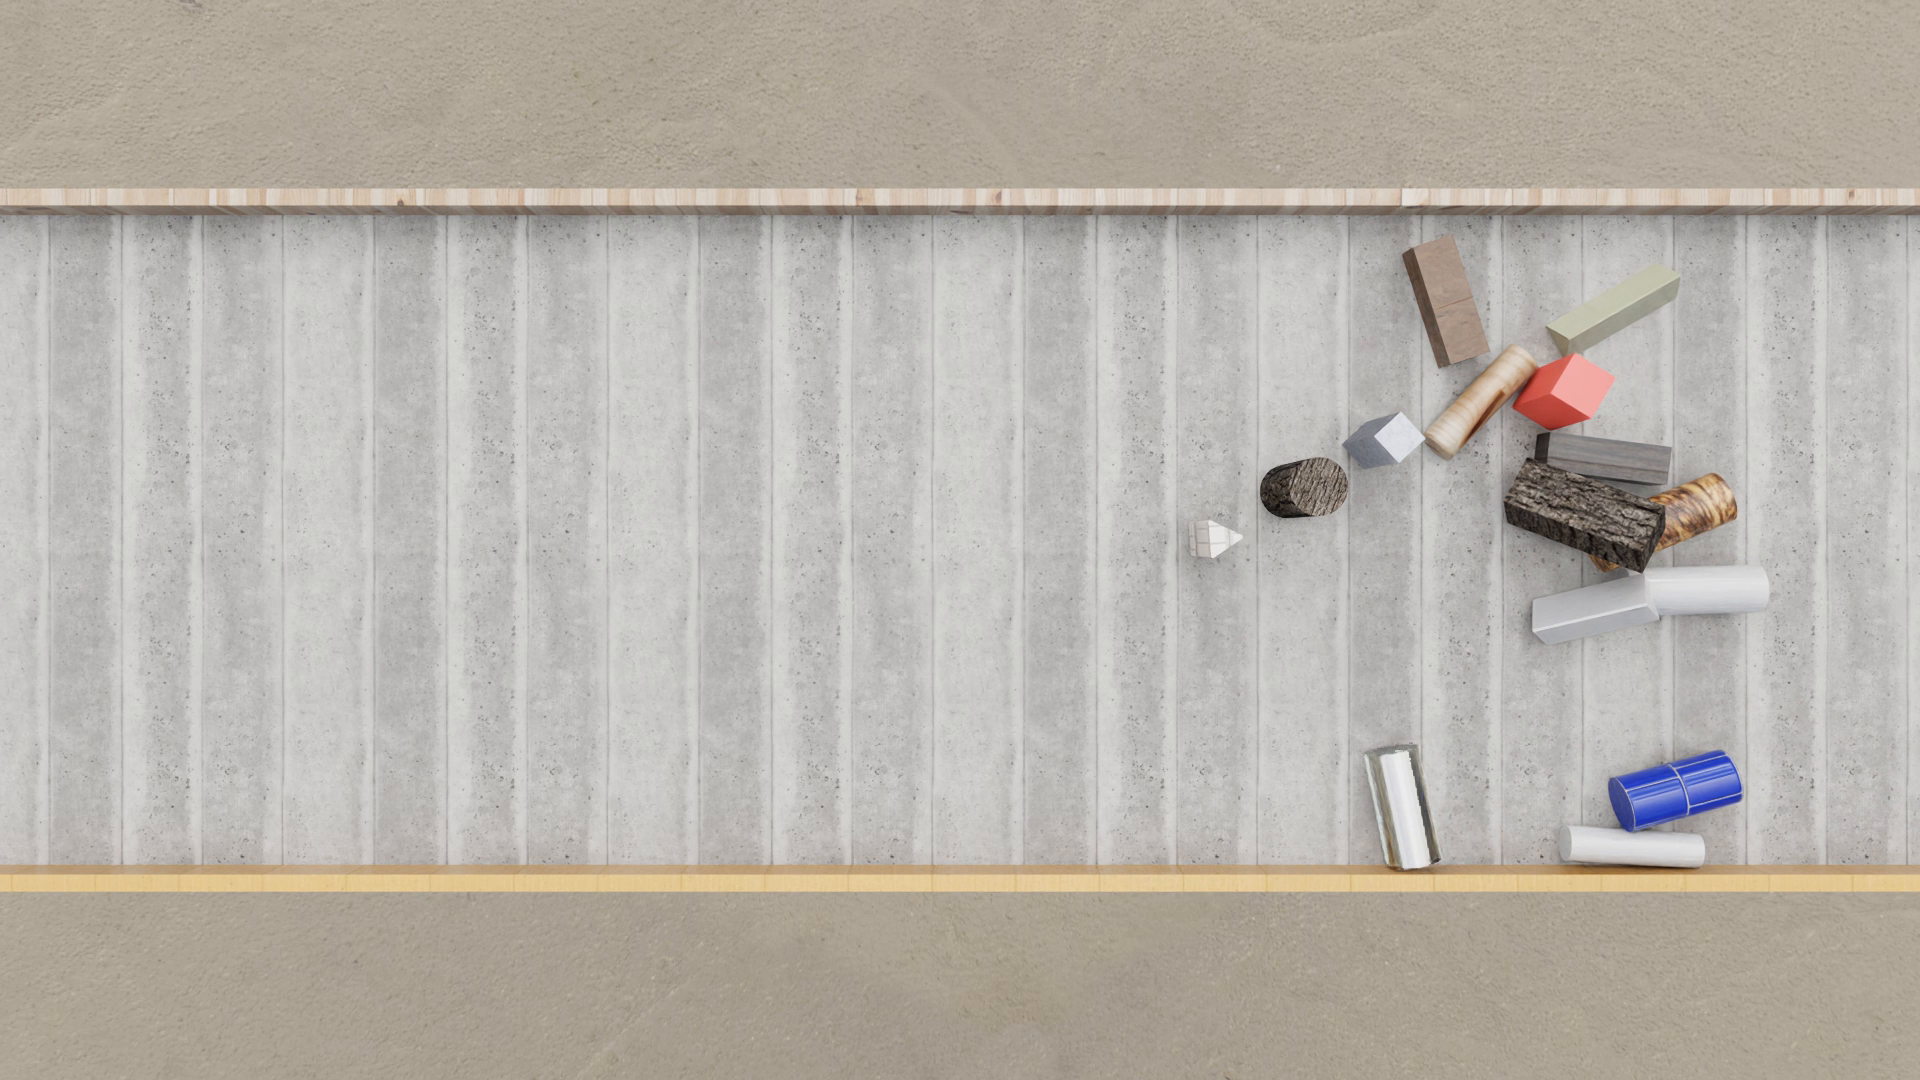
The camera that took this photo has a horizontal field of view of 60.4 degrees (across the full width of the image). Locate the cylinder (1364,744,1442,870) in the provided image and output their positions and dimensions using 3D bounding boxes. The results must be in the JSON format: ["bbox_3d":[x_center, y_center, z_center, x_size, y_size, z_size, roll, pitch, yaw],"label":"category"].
[{"bbox_3d":[1.340,0.805,4.996,0.163,0.163,0.347,-12,90,0],"label":"cylinder"}]

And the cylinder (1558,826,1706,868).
[{"bbox_3d":[2.044,0.935,5.023,0.402,0.108,0.108,3,90,0],"label":"cylinder"}]

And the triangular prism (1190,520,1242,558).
[{"bbox_3d":[0.731,-0.017,4.872,0.105,0.409,0.091,-34,90,0],"label":"triangular prism"}]

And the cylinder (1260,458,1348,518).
[{"bbox_3d":[1.006,-0.150,4.850,0.166,0.454,0.166,0,90,0],"label":"cylinder"}]

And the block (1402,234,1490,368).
[{"bbox_3d":[1.476,-0.722,5.014,0.126,0.126,0.370,-18,90,0],"label":"block"}]

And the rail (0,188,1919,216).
[{"bbox_3d":[-2.247,-1.025,5.002,12.000,0.150,0.050,0,90,0],"label":"rail"}]

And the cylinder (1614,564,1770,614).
[{"bbox_3d":[2.216,0.152,5.004,0.408,0.145,0.145,-2,90,0],"label":"cylinder"}]

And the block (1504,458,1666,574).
[{"bbox_3d":[1.850,-0.075,4.889,0.416,0.159,0.159,25,78,31],"label":"block"}]

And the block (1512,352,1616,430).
[{"bbox_3d":[1.791,-0.437,4.906,0.138,0.333,0.138,32,88,1],"label":"block"}]

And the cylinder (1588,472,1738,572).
[{"bbox_3d":[2.116,-0.053,4.997,0.414,0.160,0.160,-22,90,0],"label":"cylinder"}]

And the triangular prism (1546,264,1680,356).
[{"bbox_3d":[2.002,-0.702,5.020,0.390,0.107,0.123,-30,90,0],"label":"triangular prism"}]

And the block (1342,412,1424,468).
[{"bbox_3d":[1.247,-0.291,4.876,0.103,0.401,0.103,-43,90,0],"label":"block"}]

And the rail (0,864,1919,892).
[{"bbox_3d":[-2.247,1.025,5.001,12.000,0.150,0.050,0,90,0],"label":"rail"}]

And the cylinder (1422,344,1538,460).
[{"bbox_3d":[1.582,-0.419,5.020,0.114,0.114,0.386,44,90,0],"label":"cylinder"}]

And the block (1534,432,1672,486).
[{"bbox_3d":[1.952,-0.246,5.019,0.369,0.115,0.115,7,90,0],"label":"block"}]

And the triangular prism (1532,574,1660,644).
[{"bbox_3d":[1.891,0.220,4.934,0.333,0.125,0.144,-18,90,31],"label":"triangular prism"}]

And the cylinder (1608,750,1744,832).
[{"bbox_3d":[2.164,0.758,4.993,0.337,0.168,0.168,-15,90,0],"label":"cylinder"}]
